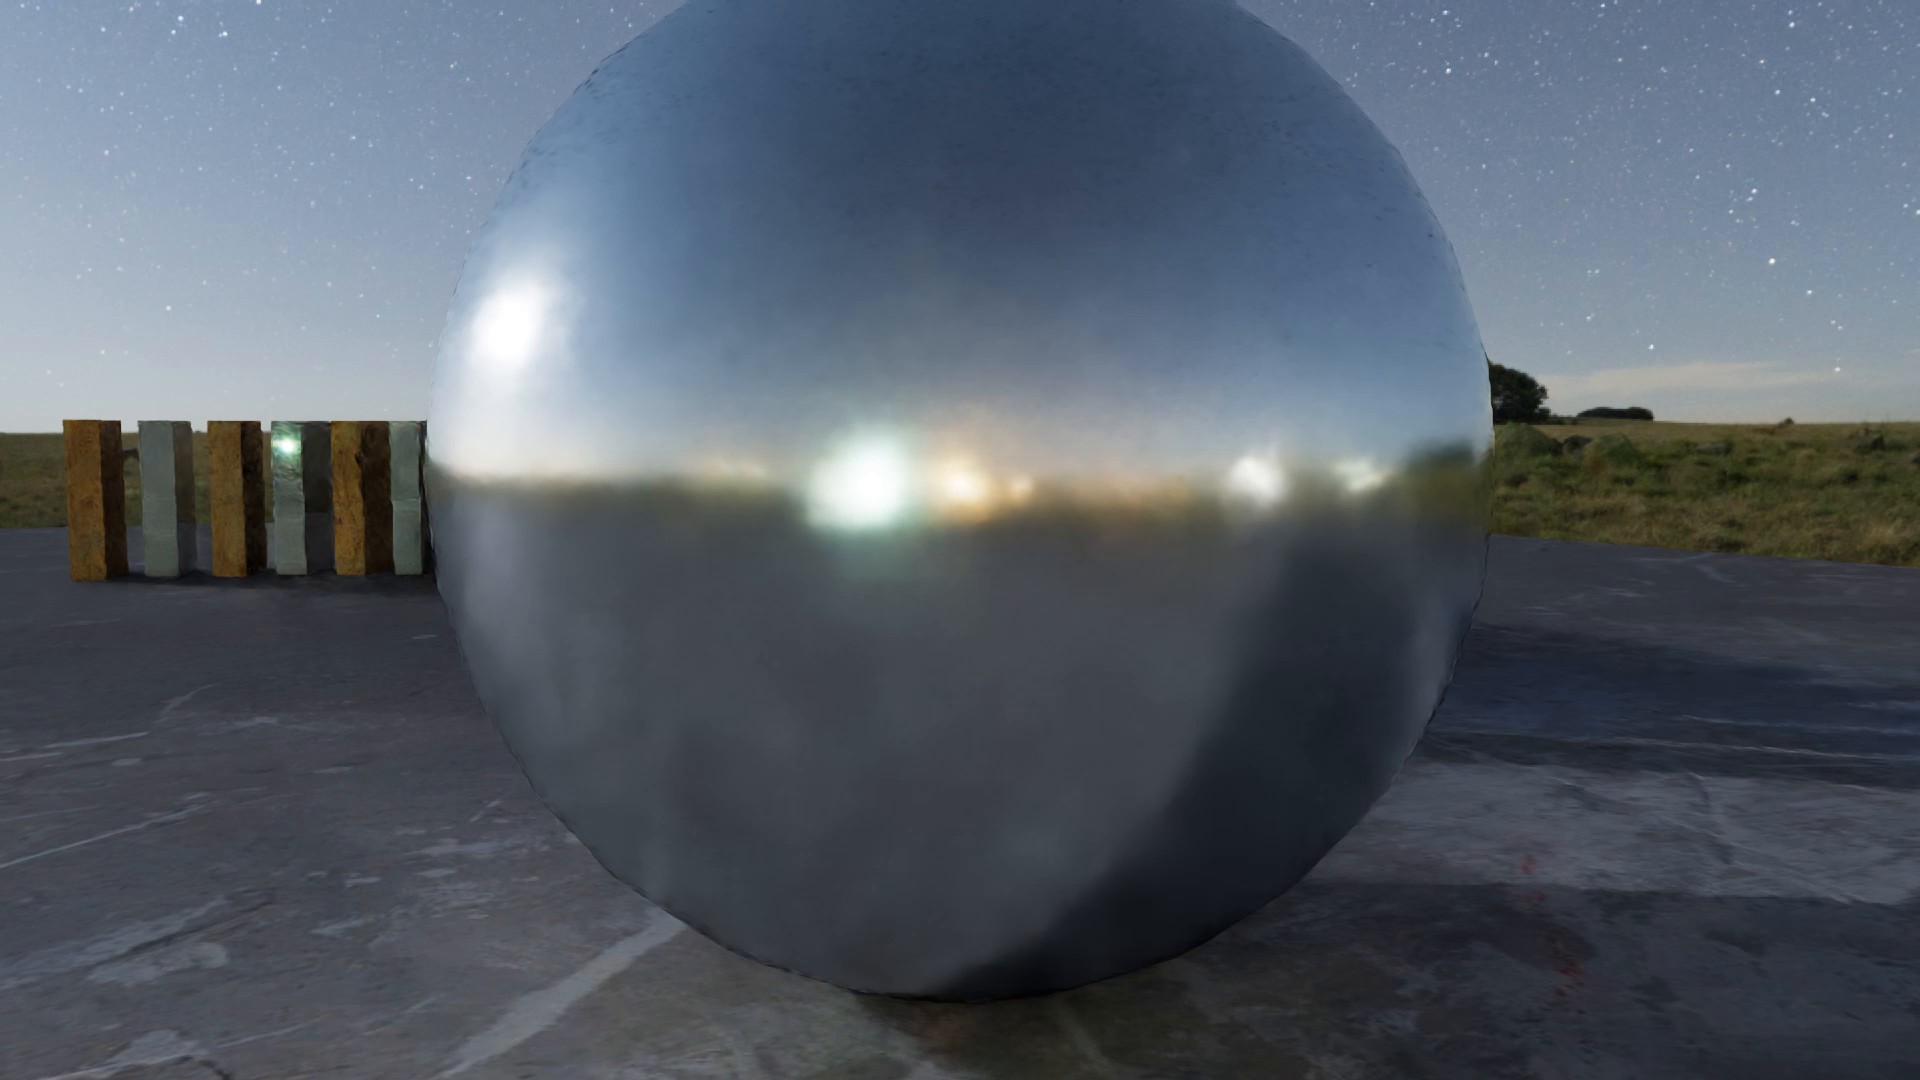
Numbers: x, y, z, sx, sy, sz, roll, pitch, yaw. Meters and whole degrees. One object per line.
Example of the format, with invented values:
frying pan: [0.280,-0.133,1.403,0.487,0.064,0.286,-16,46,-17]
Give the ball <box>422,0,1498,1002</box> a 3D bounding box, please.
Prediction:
ball: [0.000,-0.005,0.103,0.080,0.080,0.080,0,4,0]

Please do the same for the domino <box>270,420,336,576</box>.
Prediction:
domino: [-0.218,-0.014,0.426,0.009,0.050,0.025,0,4,-6]

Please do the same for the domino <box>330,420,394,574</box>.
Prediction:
domino: [-0.198,-0.015,0.427,0.009,0.050,0.025,0,4,0]

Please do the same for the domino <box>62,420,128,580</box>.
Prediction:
domino: [-0.276,-0.013,0.410,0.010,0.050,0.025,-2,5,-20]

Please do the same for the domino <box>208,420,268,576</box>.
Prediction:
domino: [-0.238,-0.014,0.423,0.010,0.050,0.025,-1,4,-15]

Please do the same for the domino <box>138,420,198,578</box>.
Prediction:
domino: [-0.257,-0.014,0.417,0.010,0.050,0.025,-1,5,-19]

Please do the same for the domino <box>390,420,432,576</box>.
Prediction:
domino: [-0.178,-0.014,0.427,0.010,0.050,0.025,0,4,5]
